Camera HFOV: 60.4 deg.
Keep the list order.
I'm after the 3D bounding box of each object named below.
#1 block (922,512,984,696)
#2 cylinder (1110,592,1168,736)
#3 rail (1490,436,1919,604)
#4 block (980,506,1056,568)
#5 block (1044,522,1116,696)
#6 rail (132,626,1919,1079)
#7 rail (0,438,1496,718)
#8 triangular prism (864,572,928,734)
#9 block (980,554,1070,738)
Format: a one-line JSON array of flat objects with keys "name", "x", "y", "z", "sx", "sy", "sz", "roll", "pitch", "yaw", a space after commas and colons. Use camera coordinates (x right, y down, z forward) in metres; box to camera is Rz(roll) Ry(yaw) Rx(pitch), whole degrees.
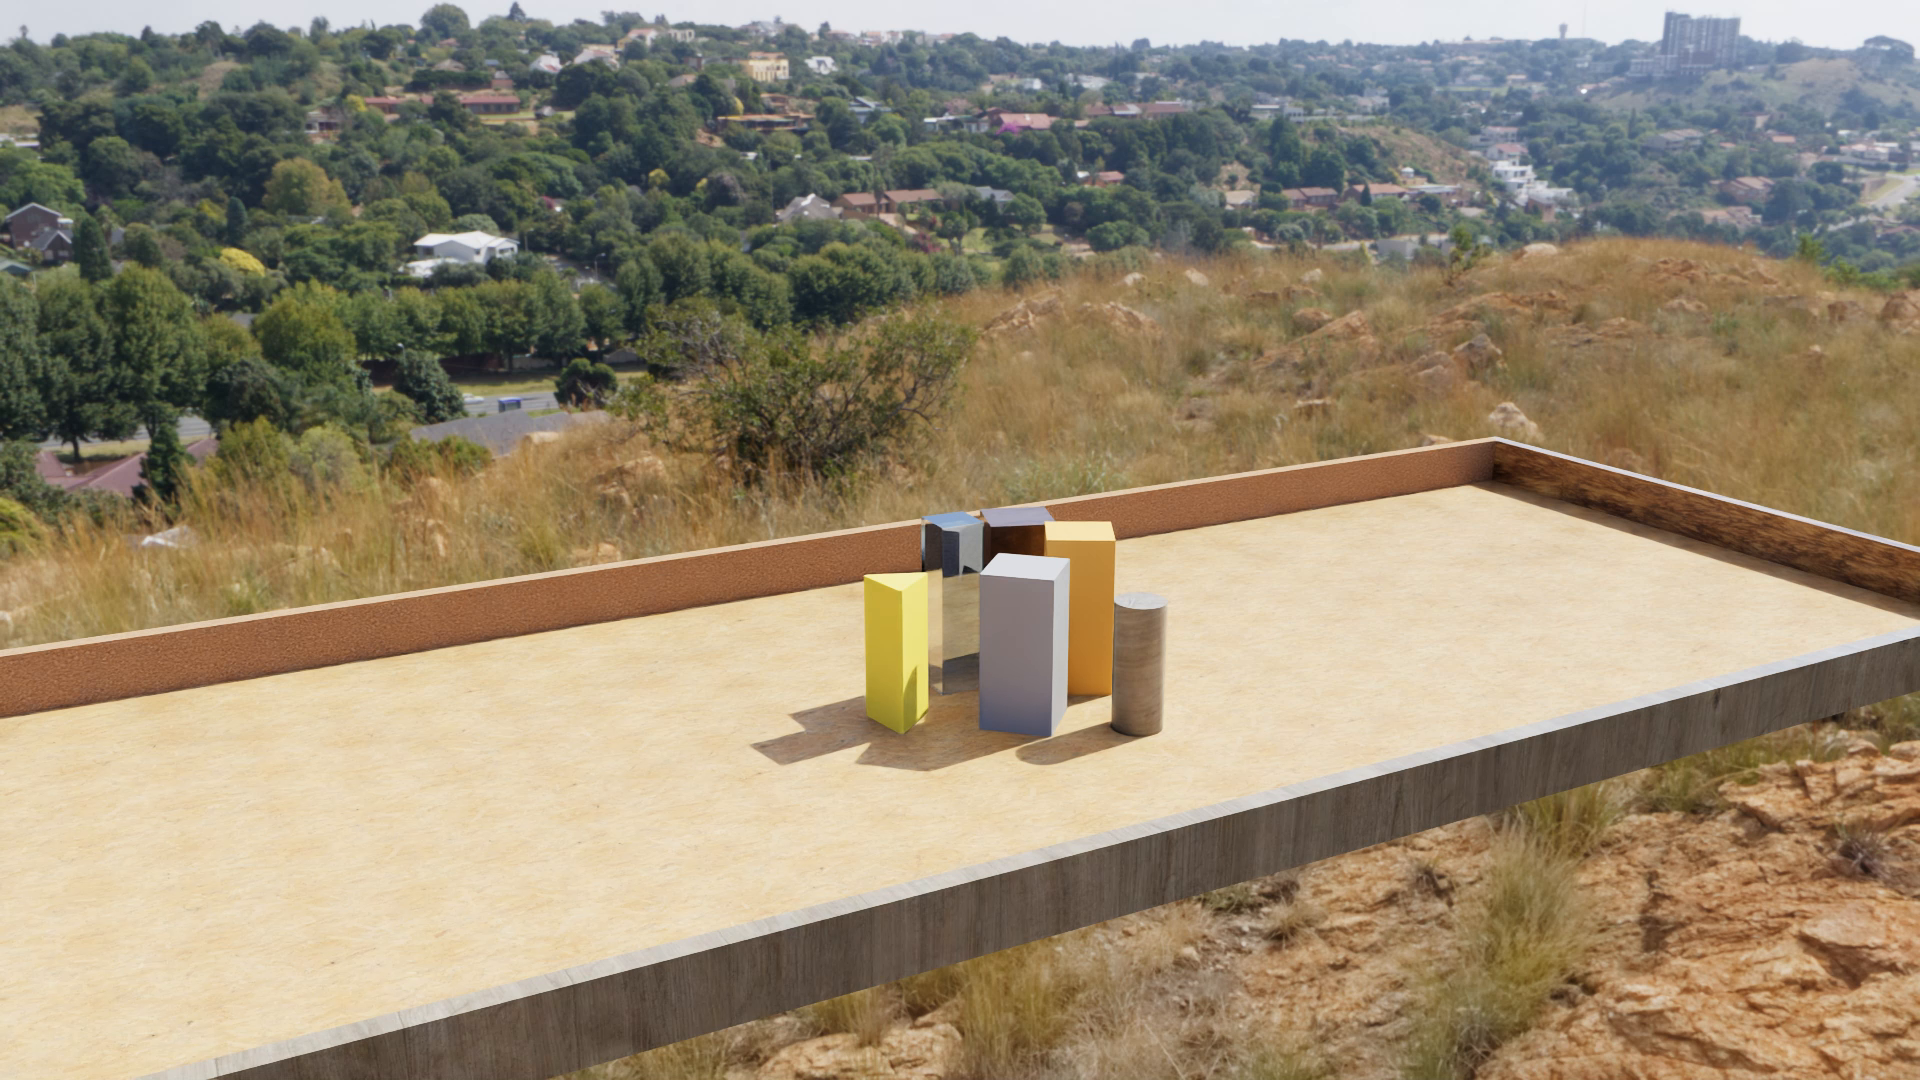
[{"name": "block", "x": -0.018, "y": 0.155, "z": 4.067, "sx": 0.114, "sy": 0.428, "sz": 0.114, "roll": -8, "pitch": 18, "yaw": -26}, {"name": "cylinder", "x": 0.415, "y": 0.288, "z": 3.823, "sx": 0.123, "sy": 0.311, "sz": 0.123, "roll": 0, "pitch": 16, "yaw": 0}, {"name": "rail", "x": 2.466, "y": -0.048, "z": 5.253, "sx": 0.050, "sy": 0.150, "sz": 2.100, "roll": -9, "pitch": 18, "yaw": -27}, {"name": "block", "x": 0.151, "y": 0.111, "z": 4.338, "sx": 0.173, "sy": 0.360, "sz": 0.173, "roll": -2, "pitch": 17, "yaw": -8}, {"name": "block", "x": 0.292, "y": 0.168, "z": 4.080, "sx": 0.164, "sy": 0.397, "sz": 0.164, "roll": 0, "pitch": 16, "yaw": 1}, {"name": "rail", "x": -2.336, "y": 1.006, "z": 1.665, "sx": 12.000, "sy": 0.150, "sz": 0.050, "roll": -9, "pitch": 18, "yaw": -27}, {"name": "rail", "x": -3.305, "y": 0.497, "z": 3.399, "sx": 12.000, "sy": 0.150, "sz": 0.050, "roll": -9, "pitch": 18, "yaw": -27}, {"name": "triangular prism", "x": -0.128, "y": 0.255, "z": 3.867, "sx": 0.126, "sy": 0.349, "sz": 0.145, "roll": -12, "pitch": 20, "yaw": -35}, {"name": "block", "x": 0.151, "y": 0.243, "z": 3.855, "sx": 0.173, "sy": 0.380, "sz": 0.173, "roll": 4, "pitch": 17, "yaw": 15}]
